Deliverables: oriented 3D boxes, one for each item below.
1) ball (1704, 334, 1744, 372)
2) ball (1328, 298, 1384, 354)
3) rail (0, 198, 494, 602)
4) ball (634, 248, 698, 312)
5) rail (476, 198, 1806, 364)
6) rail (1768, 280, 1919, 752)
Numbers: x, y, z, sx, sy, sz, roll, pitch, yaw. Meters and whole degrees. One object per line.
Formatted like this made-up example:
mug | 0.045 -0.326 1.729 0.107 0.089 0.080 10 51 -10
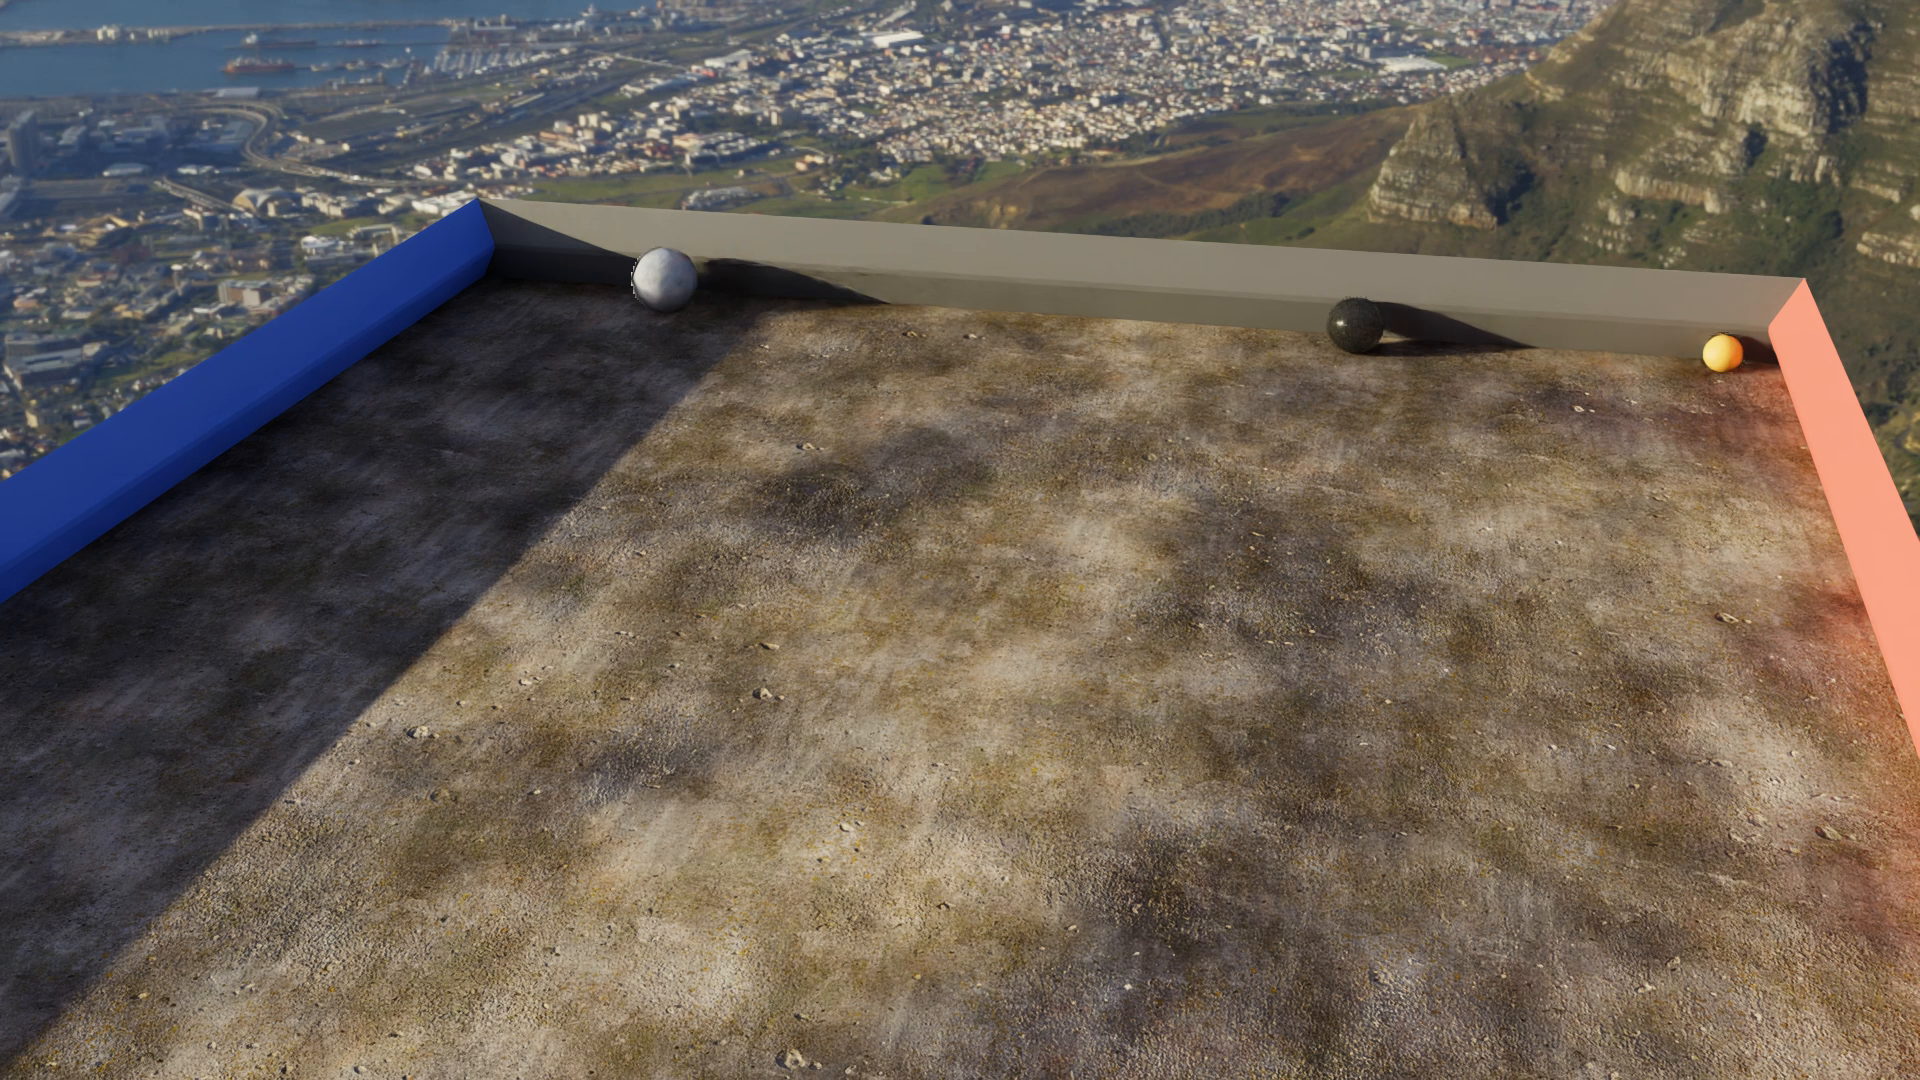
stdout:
ball | 1.062 -0.259 3.060 0.053 0.053 0.053 0 23 0
ball | 0.564 -0.306 3.134 0.080 0.080 0.080 0 23 0
rail | -1.150 0.252 1.790 0.045 0.125 3.755 5 24 12
ball | -0.443 -0.392 3.311 0.096 0.096 0.096 0 23 0
rail | 0.202 -0.383 3.253 1.981 0.125 0.045 5 24 12
rail | 0.736 0.422 1.399 0.045 0.125 3.755 5 24 12
